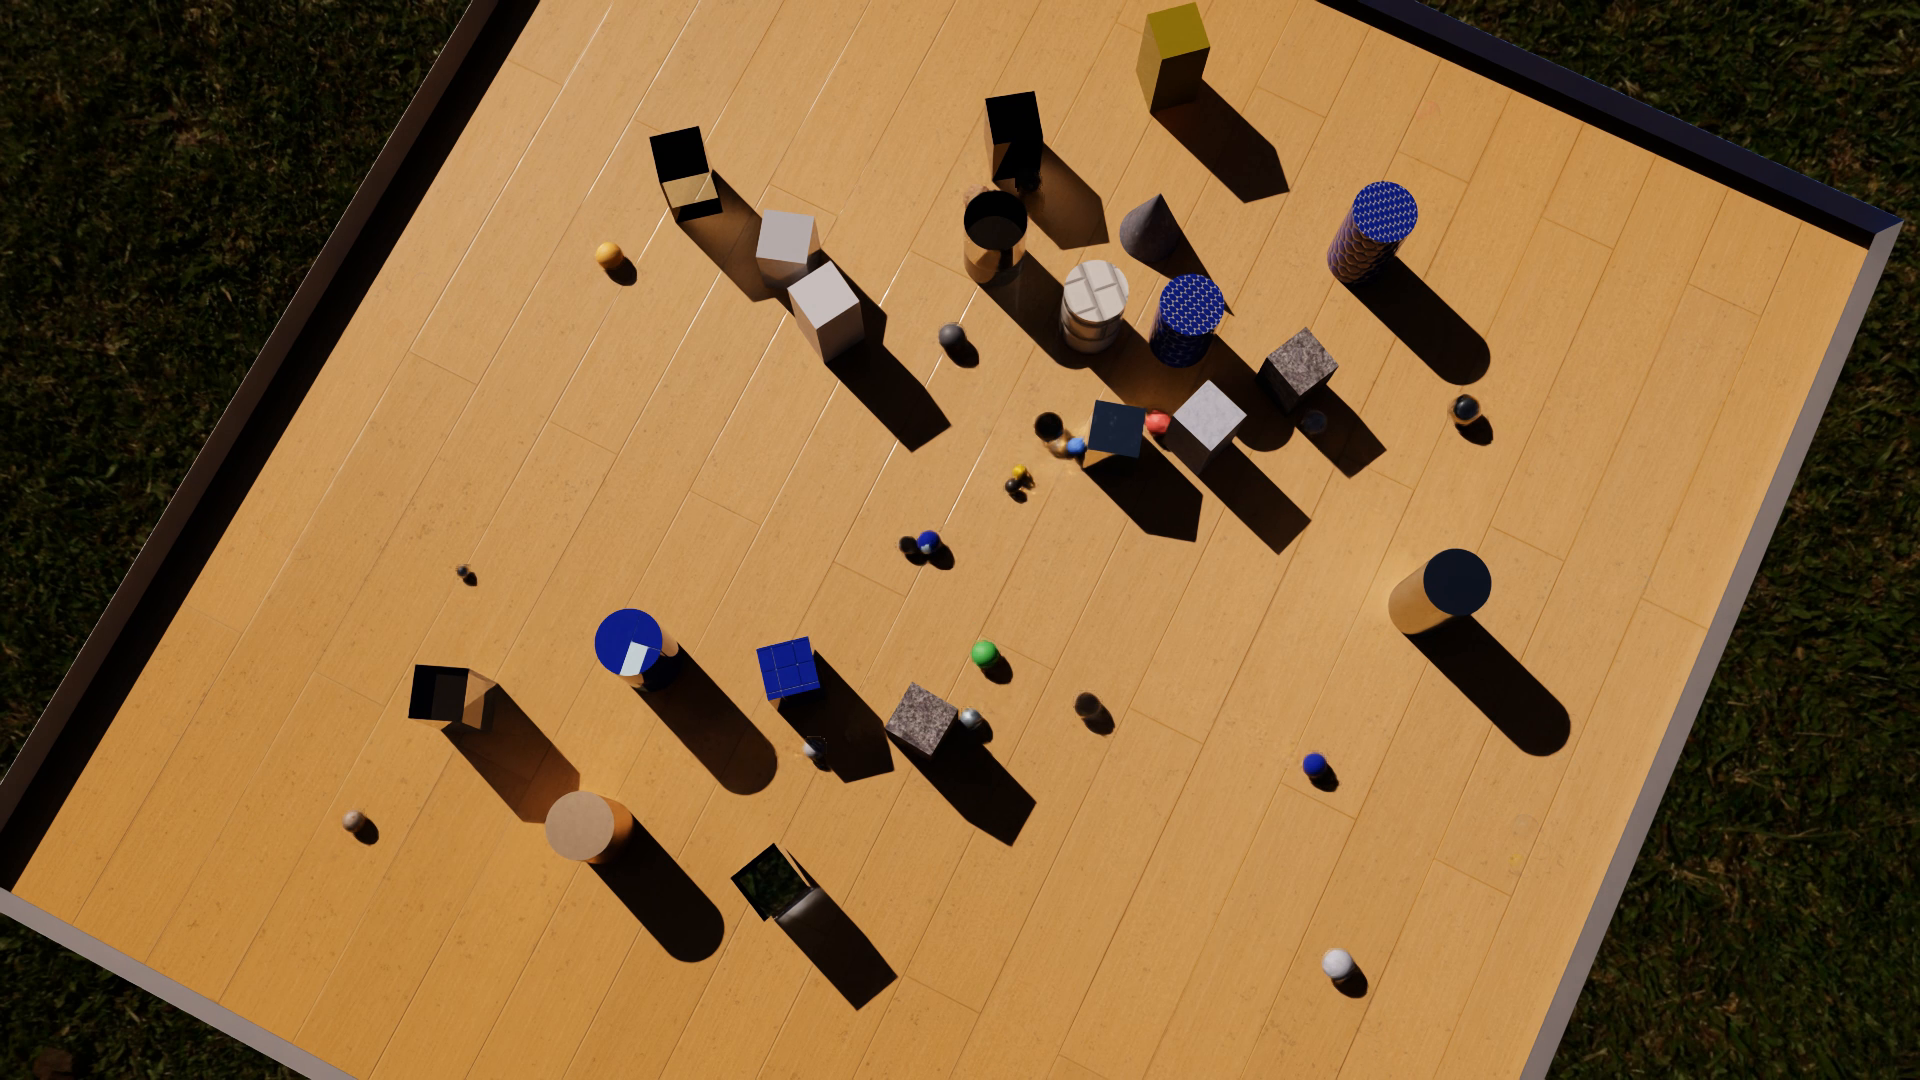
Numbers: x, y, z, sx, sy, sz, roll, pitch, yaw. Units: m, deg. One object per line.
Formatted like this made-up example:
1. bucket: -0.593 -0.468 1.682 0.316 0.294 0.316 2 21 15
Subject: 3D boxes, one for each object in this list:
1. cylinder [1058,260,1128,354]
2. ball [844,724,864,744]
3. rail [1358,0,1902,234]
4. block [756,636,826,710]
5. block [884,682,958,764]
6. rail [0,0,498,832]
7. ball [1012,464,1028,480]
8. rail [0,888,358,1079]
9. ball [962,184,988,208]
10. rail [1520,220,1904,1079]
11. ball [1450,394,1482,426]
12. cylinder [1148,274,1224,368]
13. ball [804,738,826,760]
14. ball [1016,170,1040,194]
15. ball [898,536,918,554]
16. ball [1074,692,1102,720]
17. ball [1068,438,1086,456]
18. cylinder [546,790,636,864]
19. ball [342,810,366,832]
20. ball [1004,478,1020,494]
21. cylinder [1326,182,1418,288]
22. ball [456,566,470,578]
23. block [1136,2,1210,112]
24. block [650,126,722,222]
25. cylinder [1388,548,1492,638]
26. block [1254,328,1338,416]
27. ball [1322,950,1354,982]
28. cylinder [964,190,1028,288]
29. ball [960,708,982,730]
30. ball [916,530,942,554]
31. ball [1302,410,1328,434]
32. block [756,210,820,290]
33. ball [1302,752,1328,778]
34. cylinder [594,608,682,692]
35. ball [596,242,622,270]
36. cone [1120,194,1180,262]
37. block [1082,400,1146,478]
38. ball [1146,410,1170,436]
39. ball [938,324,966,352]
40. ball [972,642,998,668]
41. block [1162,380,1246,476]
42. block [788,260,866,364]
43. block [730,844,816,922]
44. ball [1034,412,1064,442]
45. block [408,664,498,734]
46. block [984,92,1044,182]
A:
1. cylinder: 0.405 -0.707 5.595 0.193 0.328 0.193 0 78 0
2. ball: -0.317 0.578 5.465 0.062 0.062 0.062 0 78 0
3. rail: 0.980 -1.913 5.947 4.350 0.125 0.045 26 80 5
4. block: -0.495 0.396 5.400 0.154 0.264 0.154 -14 79 -3
5. block: -0.110 0.538 5.353 0.154 0.298 0.154 30 80 6
6. rail: -1.924 -0.936 5.745 0.045 0.125 4.431 26 80 5
7. ball: 0.185 -0.208 5.636 0.047 0.047 0.047 0 78 0
8. rail: -0.980 1.927 5.153 4.350 0.125 0.045 26 80 5
9. ball: 0.055 -1.078 5.792 0.094 0.094 0.094 0 78 0
10. rail: 1.924 0.949 5.355 0.045 0.125 4.431 26 80 5
11. ball: 1.558 -0.400 5.650 0.096 0.096 0.096 0 78 0
12. cylinder: 0.687 -0.664 5.586 0.193 0.328 0.193 0 78 0
13. ball: -0.434 0.621 5.455 0.064 0.064 0.064 0 78 0
14. ball: 0.218 -1.136 5.805 0.075 0.075 0.075 0 78 0
15. ball: -0.160 0.015 5.583 0.059 0.059 0.059 0 78 0
16. ball: 0.381 0.495 5.473 0.081 0.081 0.081 0 78 0
17. ball: 0.358 -0.288 5.641 0.057 0.057 0.057 0 78 0
18. cylinder: -1.058 0.830 5.269 0.193 0.345 0.193 0 78 0
19. ball: -1.791 0.829 5.411 0.067 0.067 0.067 0 78 0
20. ball: 0.161 -0.165 5.627 0.047 0.047 0.047 0 78 0
21. cylinder: 1.257 -0.931 5.610 0.193 0.391 0.193 0 78 0
22. ball: -1.511 0.097 5.576 0.040 0.040 0.040 0 78 0
23. block: 0.663 -1.506 5.736 0.154 0.376 0.154 -15 79 -3
24. block: -0.847 -1.130 5.686 0.154 0.321 0.154 -13 79 -3
25. cylinder: 1.398 0.162 5.363 0.193 0.432 0.193 0 78 0
26. block: 1.026 -0.511 5.599 0.154 0.241 0.154 -37 81 -7
27. ball: 1.098 1.234 5.315 0.091 0.091 0.091 0 78 0
28. cylinder: 0.107 -0.923 5.641 0.193 0.326 0.193 0 78 0
29. ball: 0.032 0.534 5.470 0.065 0.065 0.065 0 78 0
30. ball: -0.094 0.008 5.574 0.075 0.075 0.075 0 78 0
31. ball: 1.094 -0.363 5.652 0.078 0.078 0.078 0 78 0
32. block: -0.528 -0.889 5.662 0.154 0.271 0.154 8 78 2
33. ball: 1.053 0.669 5.440 0.074 0.074 0.074 0 78 0
34. cylinder: -0.936 0.326 5.358 0.193 0.375 0.193 0 78 0
35. ball: -1.103 -0.894 5.759 0.083 0.083 0.083 0 78 0
36. cone: 0.602 -1.006 5.653 0.193 0.336 0.193 0 78 0
37. block: 0.465 -0.305 5.553 0.154 0.248 0.154 10 78 2
38. ball: 0.612 -0.360 5.650 0.080 0.080 0.080 0 78 0
39. ball: -0.026 -0.631 5.704 0.085 0.085 0.085 0 78 0
40. ball: 0.076 0.345 5.503 0.082 0.082 0.082 0 78 0
41. block: 0.734 -0.335 5.530 0.154 0.305 0.154 44 82 8
42. block: -0.404 -0.689 5.582 0.154 0.347 0.154 -34 80 -7
43. block: -0.532 0.984 5.254 0.154 0.311 0.154 -39 81 -7
44. ball: 0.273 -0.349 5.642 0.092 0.092 0.092 0 78 0
45. block: -1.476 0.467 5.351 0.154 0.331 0.154 4 78 1
46. block: 0.165 -1.261 5.733 0.154 0.282 0.154 -9 78 -2
